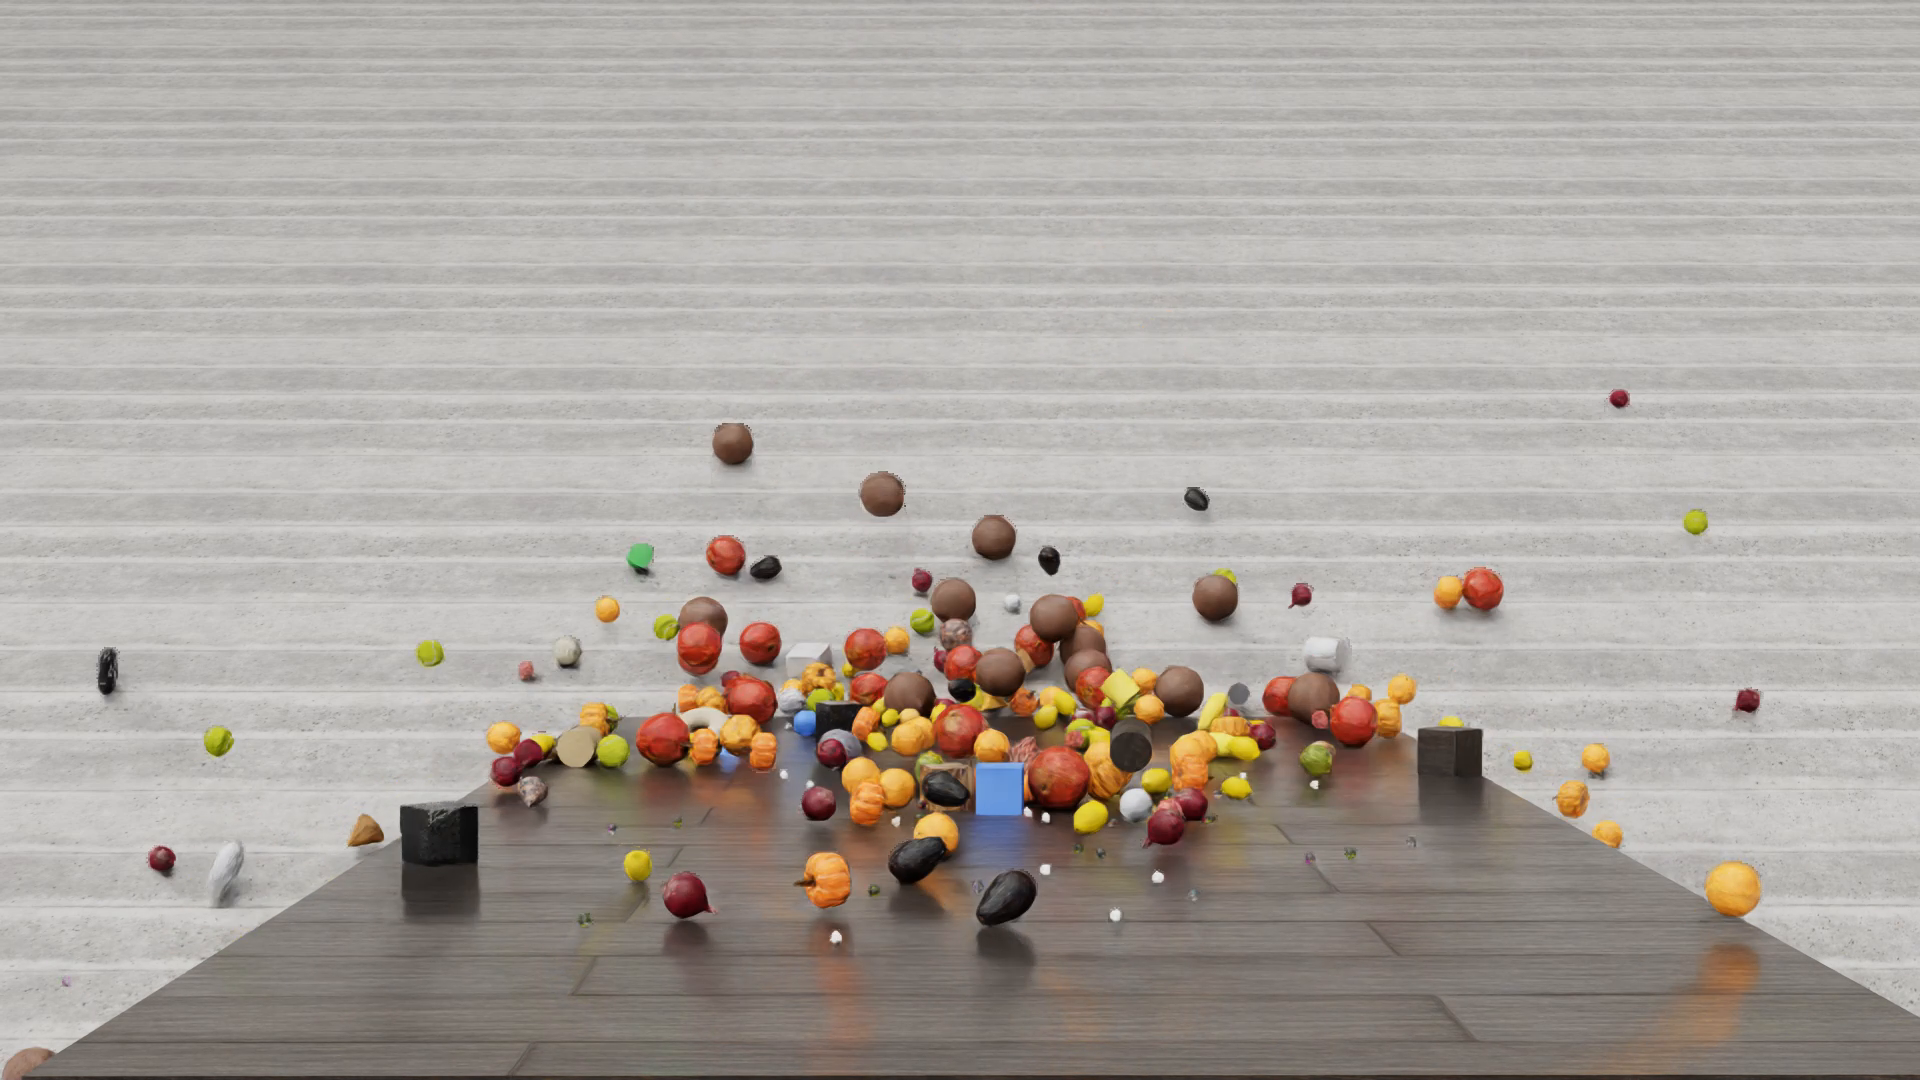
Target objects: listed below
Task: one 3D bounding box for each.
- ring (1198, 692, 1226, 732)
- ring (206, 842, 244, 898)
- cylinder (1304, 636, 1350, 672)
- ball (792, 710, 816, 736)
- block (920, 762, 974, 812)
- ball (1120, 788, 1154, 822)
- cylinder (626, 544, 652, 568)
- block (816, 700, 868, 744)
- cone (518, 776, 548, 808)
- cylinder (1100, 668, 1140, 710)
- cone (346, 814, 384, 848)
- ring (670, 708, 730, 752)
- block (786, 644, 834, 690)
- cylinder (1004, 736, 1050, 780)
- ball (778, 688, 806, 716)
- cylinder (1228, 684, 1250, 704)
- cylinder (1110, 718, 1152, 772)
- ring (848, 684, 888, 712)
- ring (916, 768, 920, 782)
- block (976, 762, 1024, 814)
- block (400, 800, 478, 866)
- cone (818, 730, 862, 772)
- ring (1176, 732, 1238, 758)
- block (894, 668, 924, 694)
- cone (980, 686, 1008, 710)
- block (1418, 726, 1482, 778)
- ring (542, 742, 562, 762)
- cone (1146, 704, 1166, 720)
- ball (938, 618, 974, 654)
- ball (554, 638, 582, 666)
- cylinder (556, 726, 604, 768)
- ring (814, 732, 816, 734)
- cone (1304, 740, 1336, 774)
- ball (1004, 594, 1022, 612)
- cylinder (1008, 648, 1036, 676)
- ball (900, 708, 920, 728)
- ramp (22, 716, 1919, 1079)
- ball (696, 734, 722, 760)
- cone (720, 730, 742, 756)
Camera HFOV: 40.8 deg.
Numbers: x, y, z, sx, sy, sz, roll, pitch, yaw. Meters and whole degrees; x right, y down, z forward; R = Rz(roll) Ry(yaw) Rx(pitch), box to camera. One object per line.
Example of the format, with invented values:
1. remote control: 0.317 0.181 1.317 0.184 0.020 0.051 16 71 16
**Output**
1. ring: 0.583 0.402 5.957 0.037 0.110 0.110 24 32 14
2. ring: -1.704 0.766 5.989 0.046 0.139 0.139 22 27 -3
3. cylinder: 0.986 0.306 6.936 0.091 0.091 0.091 3 24 33
4. ball: -0.362 0.430 6.068 0.062 0.062 0.062 0 27 0
5. block: -0.024 0.451 4.708 0.078 0.078 0.078 -1 1 -21
6. ball: 0.308 0.464 4.517 0.059 0.059 0.059 0 27 0
7. cylinder: -0.930 0.048 7.486 0.065 0.065 0.065 -9 -4 -17
8. block: -0.271 0.418 5.900 0.093 0.093 0.093 -1 1 -24
9. cone: -0.790 0.476 4.748 0.058 0.058 0.058 0 28 -1
10. cylinder: 0.393 0.366 6.342 0.073 0.073 0.073 47 42 9
11. cone: -1.435 0.711 6.159 0.083 0.083 0.083 20 46 34
12. ring: -0.580 0.423 5.748 0.136 0.045 0.136 -7 34 5
13. block: -0.400 0.336 6.886 0.092 0.092 0.092 1 21 19
14. cylinder: 0.132 0.430 5.080 0.066 0.066 0.066 -32 1 1
15. ball: -0.436 0.417 6.668 0.072 0.072 0.072 0 27 0
16. cylinder: 0.732 0.404 6.771 0.053 0.053 0.053 4 0 7
17. cylinder: 0.310 0.373 4.686 0.077 0.077 0.077 2 14 4
18. ring: -0.244 0.417 6.807 0.108 0.036 0.108 -3 27 1
19. ring: -0.035 0.459 5.028 0.106 0.035 0.106 2 -11 0
20. block: 0.071 0.449 4.660 0.084 0.084 0.084 0 1 2
21. block: -0.818 0.461 4.053 0.087 0.087 0.087 -1 2 -40
22. cone: -0.256 0.456 5.347 0.092 0.092 0.092 3 28 7
23. ring: 0.539 0.448 5.626 0.138 0.046 0.138 -1 2 0
24. block: -0.137 0.374 6.856 0.054 0.054 0.054 -19 20 -42
25. cone: 0.100 0.426 6.791 0.072 0.072 0.072 21 21 -18
26. block: 1.001 0.431 5.268 0.093 0.093 0.093 -1 2 -41
27. ring: -0.840 0.455 5.529 0.109 0.036 0.109 1 3 0
28. cone: 0.489 0.440 6.496 0.051 0.051 0.051 9 6 17
29. ball: -0.012 0.262 7.052 0.094 0.094 0.094 0 27 0
30. ball: -1.064 0.302 6.993 0.076 0.076 0.076 0 27 0
31. cylinder: -0.799 0.434 5.436 0.080 0.080 0.080 4 3 7
32. ring: -0.326 0.445 6.154 0.090 0.030 0.090 1 1 0
33. cone: 0.748 0.461 5.306 0.070 0.070 0.070 -4 28 -8
34. ball: 0.147 0.177 7.270 0.051 0.051 0.051 0 27 0
35. cylinder: 0.166 0.330 6.930 0.053 0.053 0.053 -35 8 6
36. ball: -0.122 0.432 6.254 0.051 0.051 0.051 0 27 0
37. ramp: 0.060 0.543 4.579 2.000 0.100 4.000 0 1 0
38. ball: -0.538 0.445 5.538 0.054 0.054 0.054 0 27 0
39. cone: -0.503 0.443 5.669 0.054 0.054 0.054 0 1 0
